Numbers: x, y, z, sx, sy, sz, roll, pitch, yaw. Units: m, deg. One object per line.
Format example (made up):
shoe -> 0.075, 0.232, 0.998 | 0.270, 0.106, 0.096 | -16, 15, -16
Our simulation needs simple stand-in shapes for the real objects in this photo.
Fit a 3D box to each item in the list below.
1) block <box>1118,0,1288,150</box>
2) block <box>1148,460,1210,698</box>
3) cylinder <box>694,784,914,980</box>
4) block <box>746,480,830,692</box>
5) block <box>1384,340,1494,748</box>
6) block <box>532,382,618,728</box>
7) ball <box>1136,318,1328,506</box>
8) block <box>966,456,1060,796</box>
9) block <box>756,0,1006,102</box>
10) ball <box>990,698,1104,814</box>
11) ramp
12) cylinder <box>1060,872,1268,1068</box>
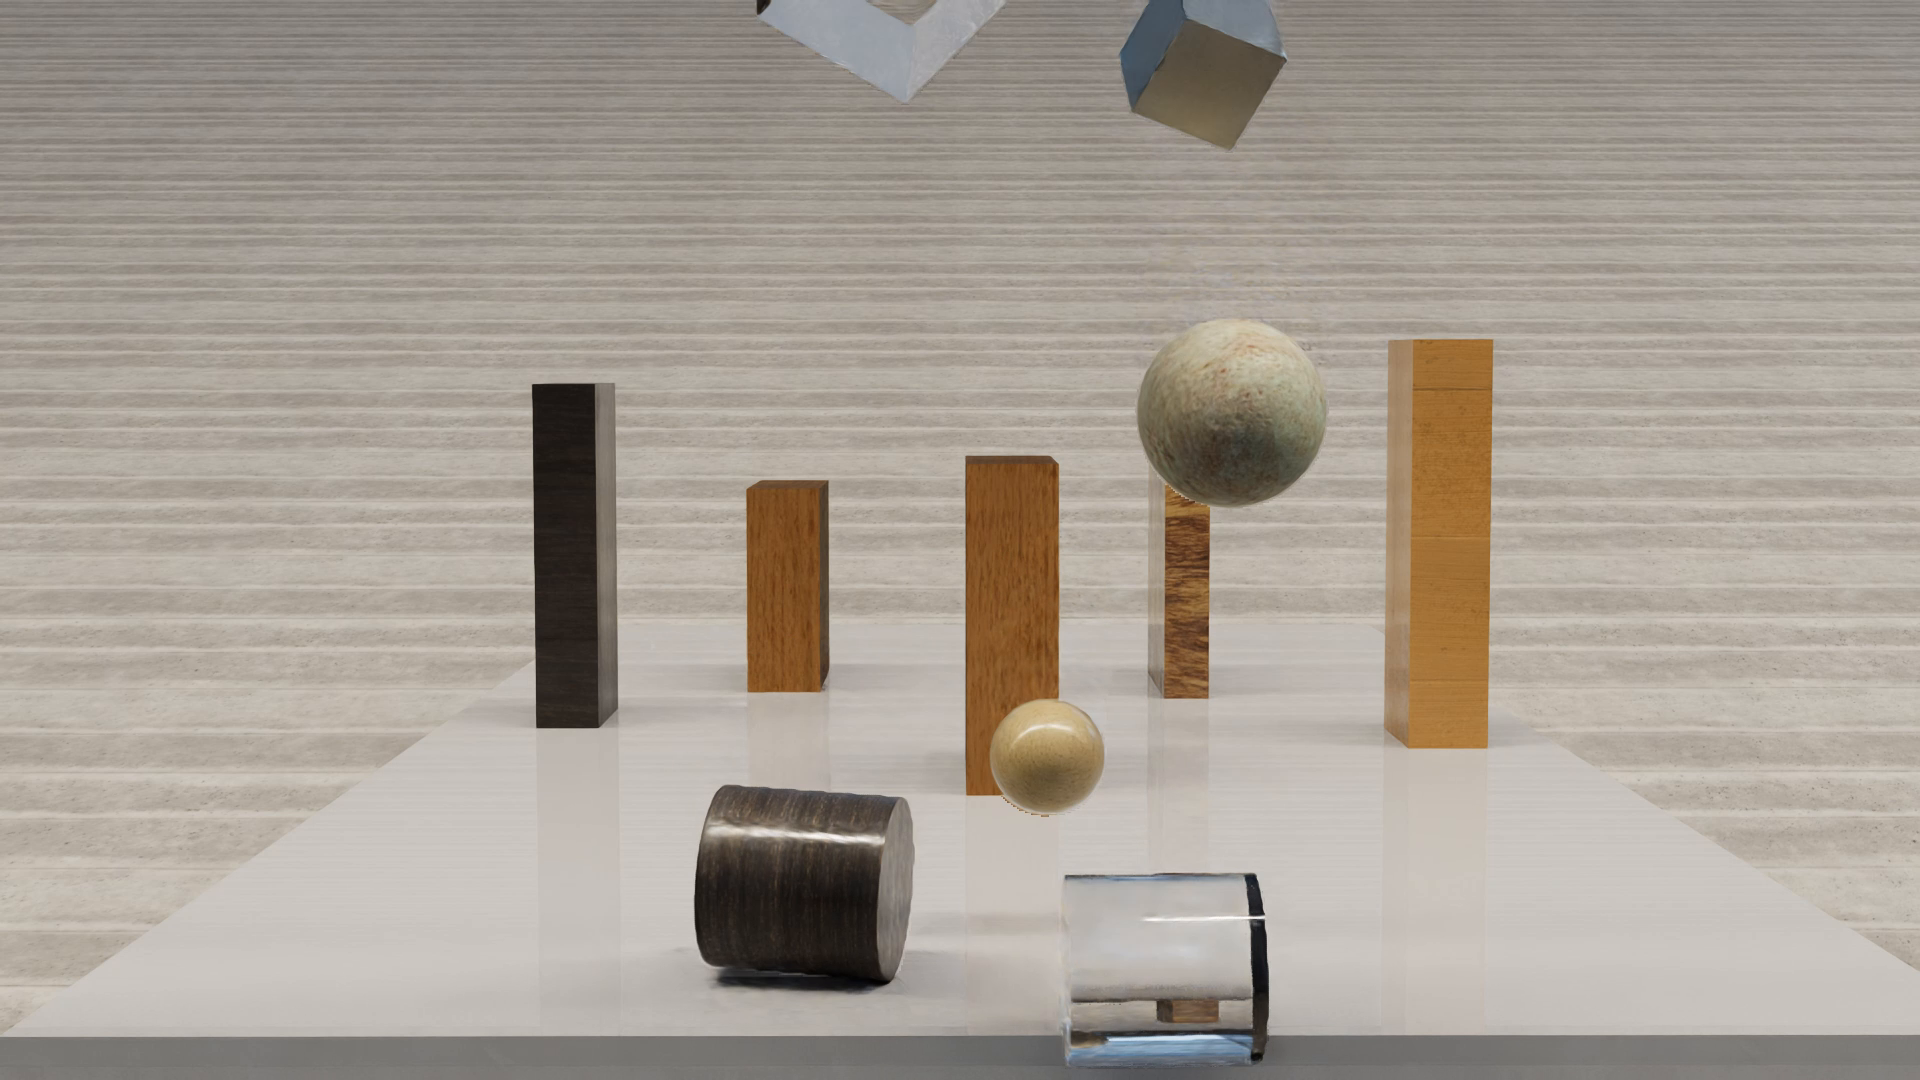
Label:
block -> 0.232, -0.465, 2.470 | 0.109, 0.109, 0.109 | 18, 36, -19
block -> 0.449, 0.047, 5.292 | 0.088, 0.508, 0.438 | 0, 4, 0
cylinder -> -0.166, 0.371, 2.784 | 0.197, 0.197, 0.197 | 3, 19, 10
block -> -0.357, 0.089, 5.376 | 0.147, 0.412, 0.394 | 0, 4, 0
block -> 0.842, 0.000, 4.532 | 0.136, 0.705, 0.254 | 0, 4, 0
block -> -0.717, 0.021, 4.797 | 0.114, 0.627, 0.275 | 0, 4, 0
ball -> 0.256, -0.120, 2.421 | 0.179, 0.179, 0.179 | 0, 19, 0
block -> 0.080, 0.126, 4.119 | 0.142, 0.510, 0.372 | 0, 4, 0
block -> -0.063, -0.539, 2.310 | 0.168, 0.168, 0.168 | 32, 59, 14
ball -> 0.102, 0.251, 2.986 | 0.134, 0.134, 0.134 | 0, 19, 0
ramp -> 0.045, 0.403, 4.539 | 2.000, 0.100, 4.000 | 0, 4, 0
cylinder -> 0.195, 0.416, 2.487 | 0.184, 0.184, 0.184 | -1, 19, -1
